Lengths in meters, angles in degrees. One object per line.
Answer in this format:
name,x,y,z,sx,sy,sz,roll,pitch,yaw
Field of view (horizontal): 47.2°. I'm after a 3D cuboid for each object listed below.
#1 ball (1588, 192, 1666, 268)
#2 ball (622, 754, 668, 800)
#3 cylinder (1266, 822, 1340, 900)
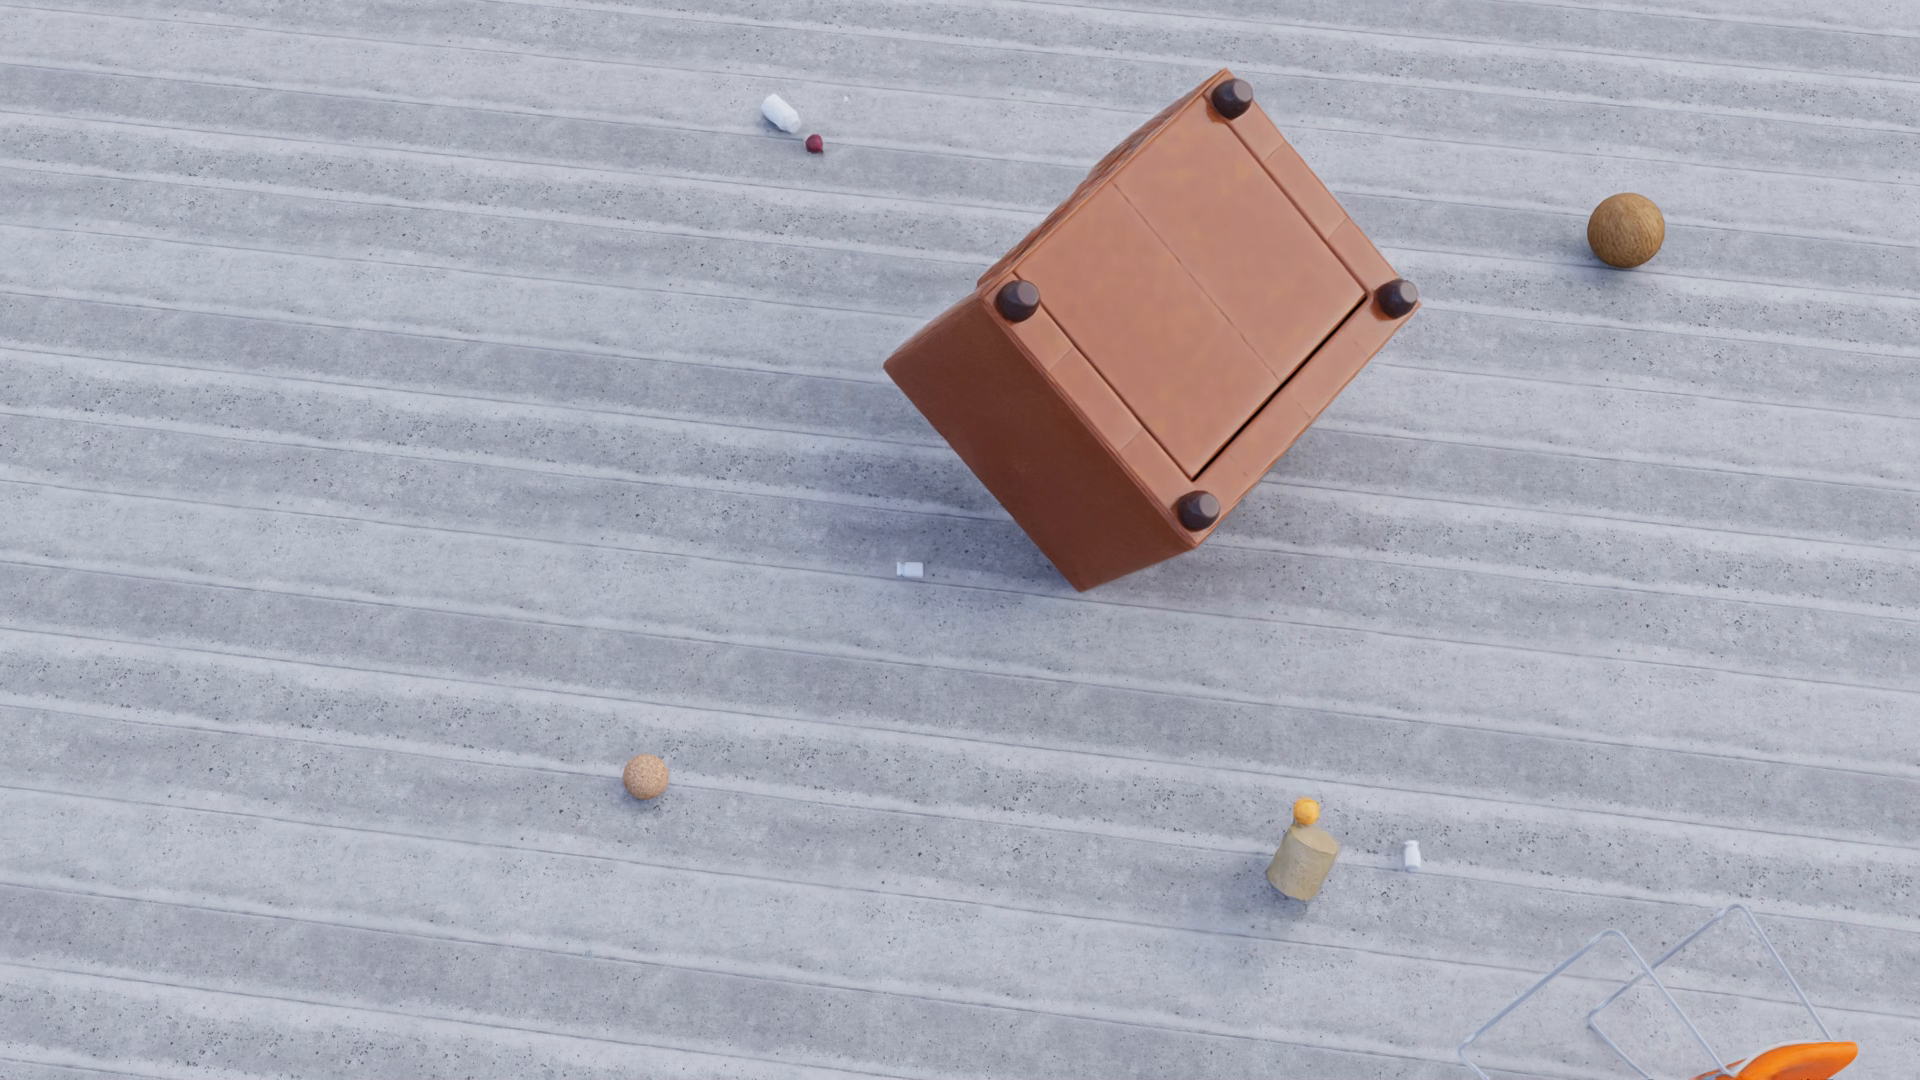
ball,2.150,-0.999,7.098,0.242,0.242,0.242,0,56,0
ball,-0.866,0.652,6.061,0.126,0.126,0.126,0,56,0
cylinder,0.911,0.854,5.851,0.143,0.205,0.144,28,103,16
